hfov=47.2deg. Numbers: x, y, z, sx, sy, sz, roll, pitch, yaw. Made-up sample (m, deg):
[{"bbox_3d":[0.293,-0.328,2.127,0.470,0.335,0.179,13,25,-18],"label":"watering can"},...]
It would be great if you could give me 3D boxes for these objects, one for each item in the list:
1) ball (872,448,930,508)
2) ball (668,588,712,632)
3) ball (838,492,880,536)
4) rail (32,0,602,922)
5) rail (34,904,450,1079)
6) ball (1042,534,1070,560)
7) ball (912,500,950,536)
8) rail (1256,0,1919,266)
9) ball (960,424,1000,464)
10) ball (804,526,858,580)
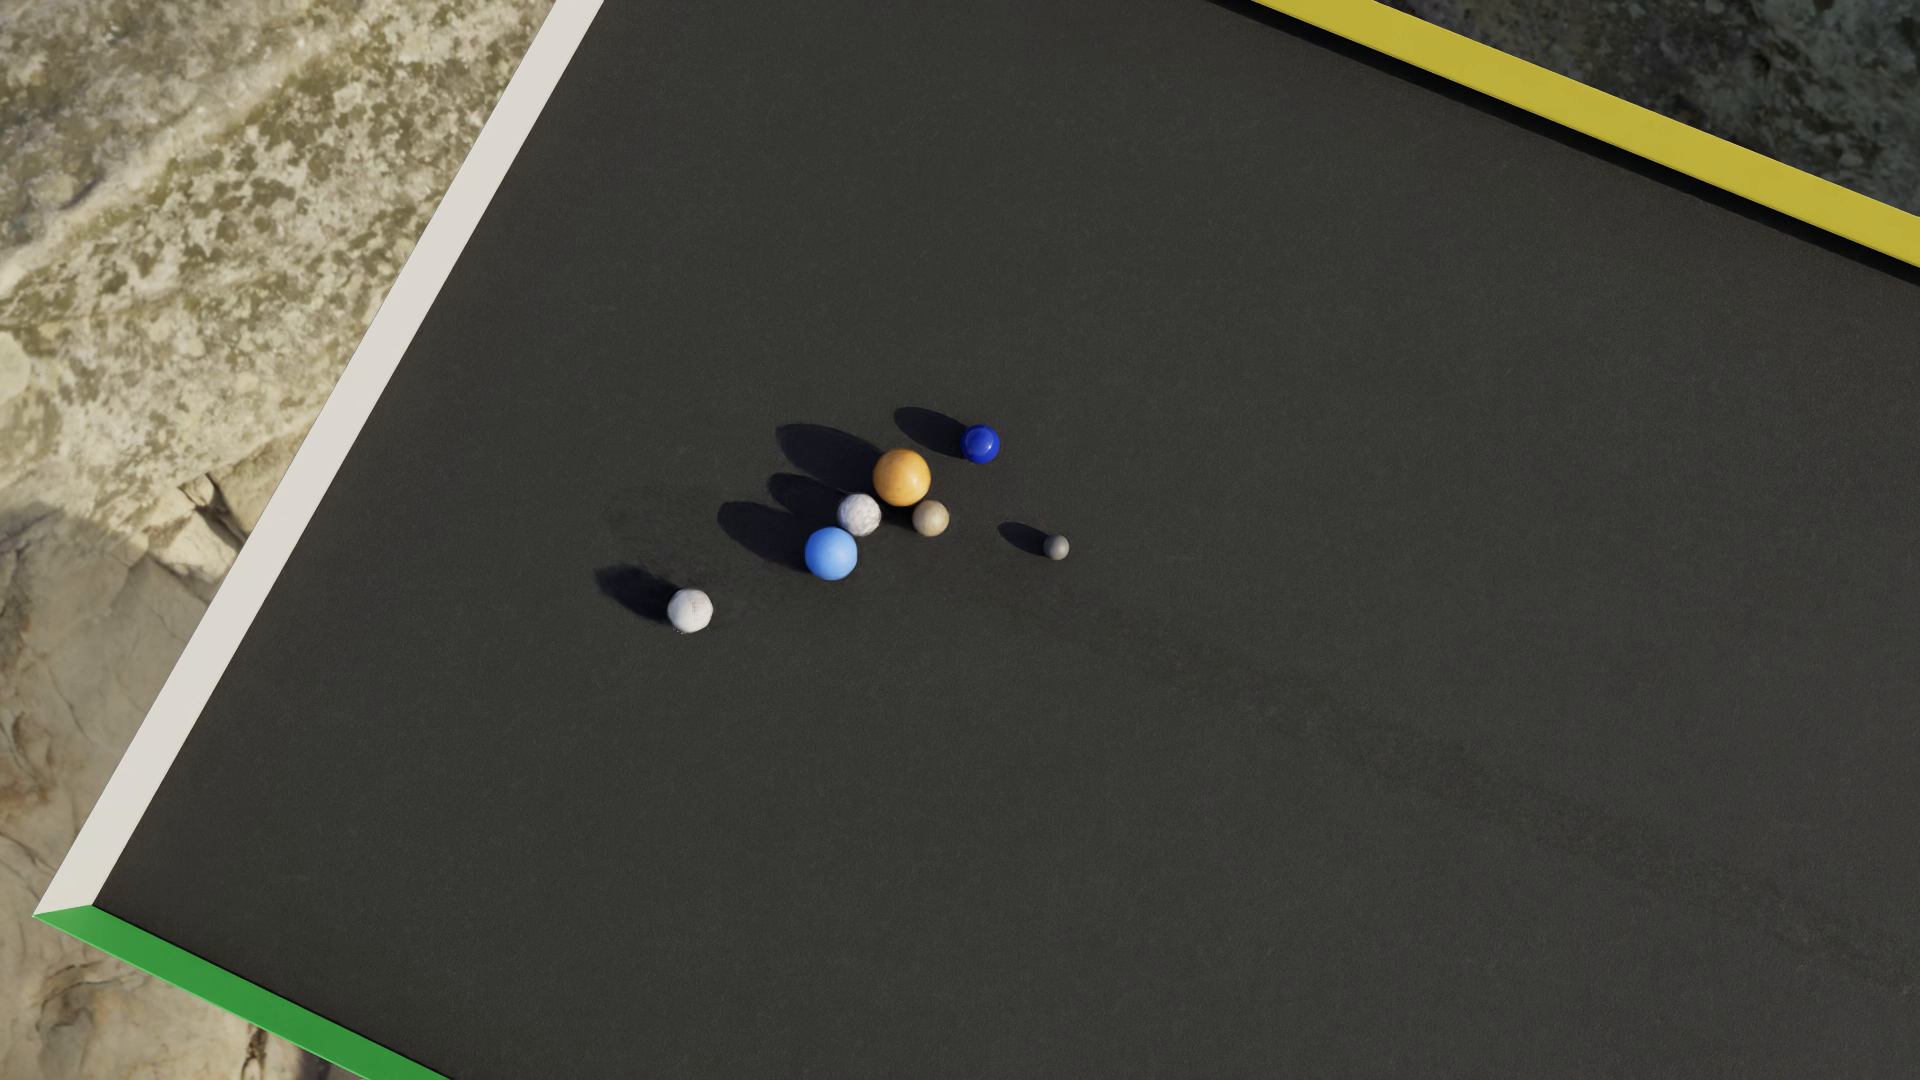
[{"bbox_3d":[-0.090,-0.096,3.390,0.090,0.090,0.090,0,74,0],"label":"ball"},{"bbox_3d":[-0.410,0.106,3.341,0.068,0.068,0.068,0,74,0],"label":"ball"},{"bbox_3d":[-0.155,-0.039,3.385,0.067,0.067,0.067,0,74,0],"label":"ball"},{"bbox_3d":[-0.851,-0.381,3.459,0.045,0.117,2.160,24,75,7],"label":"rail"},{"bbox_3d":[0.433,1.297,2.964,3.839,0.117,0.045,24,75,7],"label":"rail"},{"bbox_3d":[0.148,0.011,3.384,0.041,0.041,0.041,0,74,0],"label":"ball"},{"bbox_3d":[-0.045,-0.034,3.388,0.058,0.058,0.058,0,74,0],"label":"ball"},{"bbox_3d":[1.312,-0.545,3.508,3.839,0.117,0.045,24,75,7],"label":"rail"},{"bbox_3d":[0.031,-0.149,3.420,0.062,0.062,0.062,0,74,0],"label":"ball"},{"bbox_3d":[-0.197,0.021,3.359,0.082,0.082,0.082,0,74,0],"label":"ball"}]
